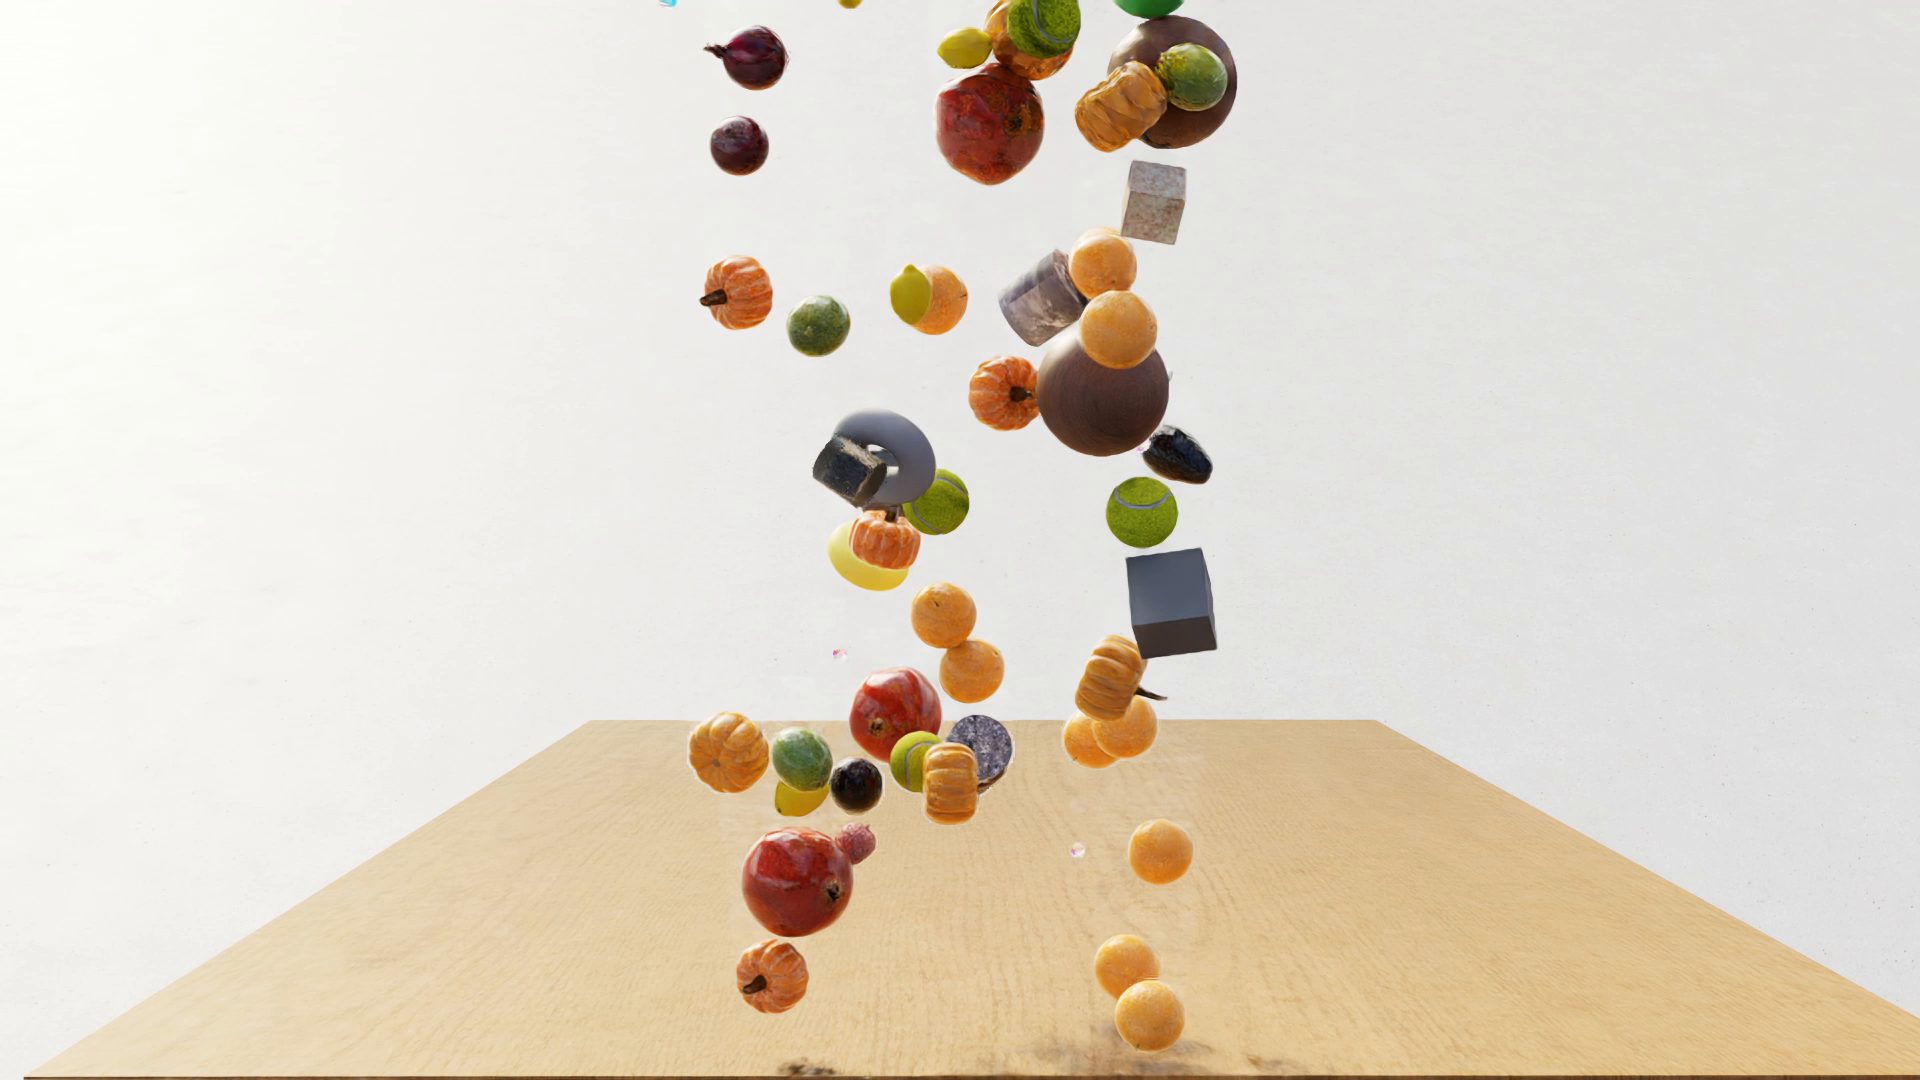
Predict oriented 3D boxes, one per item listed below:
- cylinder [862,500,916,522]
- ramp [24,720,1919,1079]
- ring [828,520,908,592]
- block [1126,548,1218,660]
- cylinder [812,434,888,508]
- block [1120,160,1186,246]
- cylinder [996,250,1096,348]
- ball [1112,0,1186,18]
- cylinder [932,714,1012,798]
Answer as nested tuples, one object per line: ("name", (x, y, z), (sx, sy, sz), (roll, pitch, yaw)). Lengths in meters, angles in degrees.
("cylinder", (-0.083, -0.059, 2.829), (0.059, 0.059, 0.059), (-7, 63, -14))
("ramp", (0.061, 0.547, 4.583), (2.000, 0.100, 4.000), (0, 1, 0))
("ring", (-0.103, 0.018, 2.894), (0.098, 0.033, 0.098), (19, 37, -15))
("block", (0.203, 0.061, 2.472), (0.073, 0.073, 0.073), (-8, 61, 9))
("cylinder", (-0.109, -0.068, 2.544), (0.053, 0.053, 0.053), (35, 38, 17))
("block", (0.181, -0.316, 2.412), (0.052, 0.052, 0.052), (9, 42, -2))
("cylinder", (0.095, -0.265, 2.834), (0.078, 0.078, 0.078), (-33, 16, 25))
("ball", (0.186, -0.559, 2.539), (0.091, 0.091, 0.091), (0, 27, 0))
("cylinder", (0.015, 0.258, 3.080), (0.078, 0.078, 0.078), (6, 65, -13))
